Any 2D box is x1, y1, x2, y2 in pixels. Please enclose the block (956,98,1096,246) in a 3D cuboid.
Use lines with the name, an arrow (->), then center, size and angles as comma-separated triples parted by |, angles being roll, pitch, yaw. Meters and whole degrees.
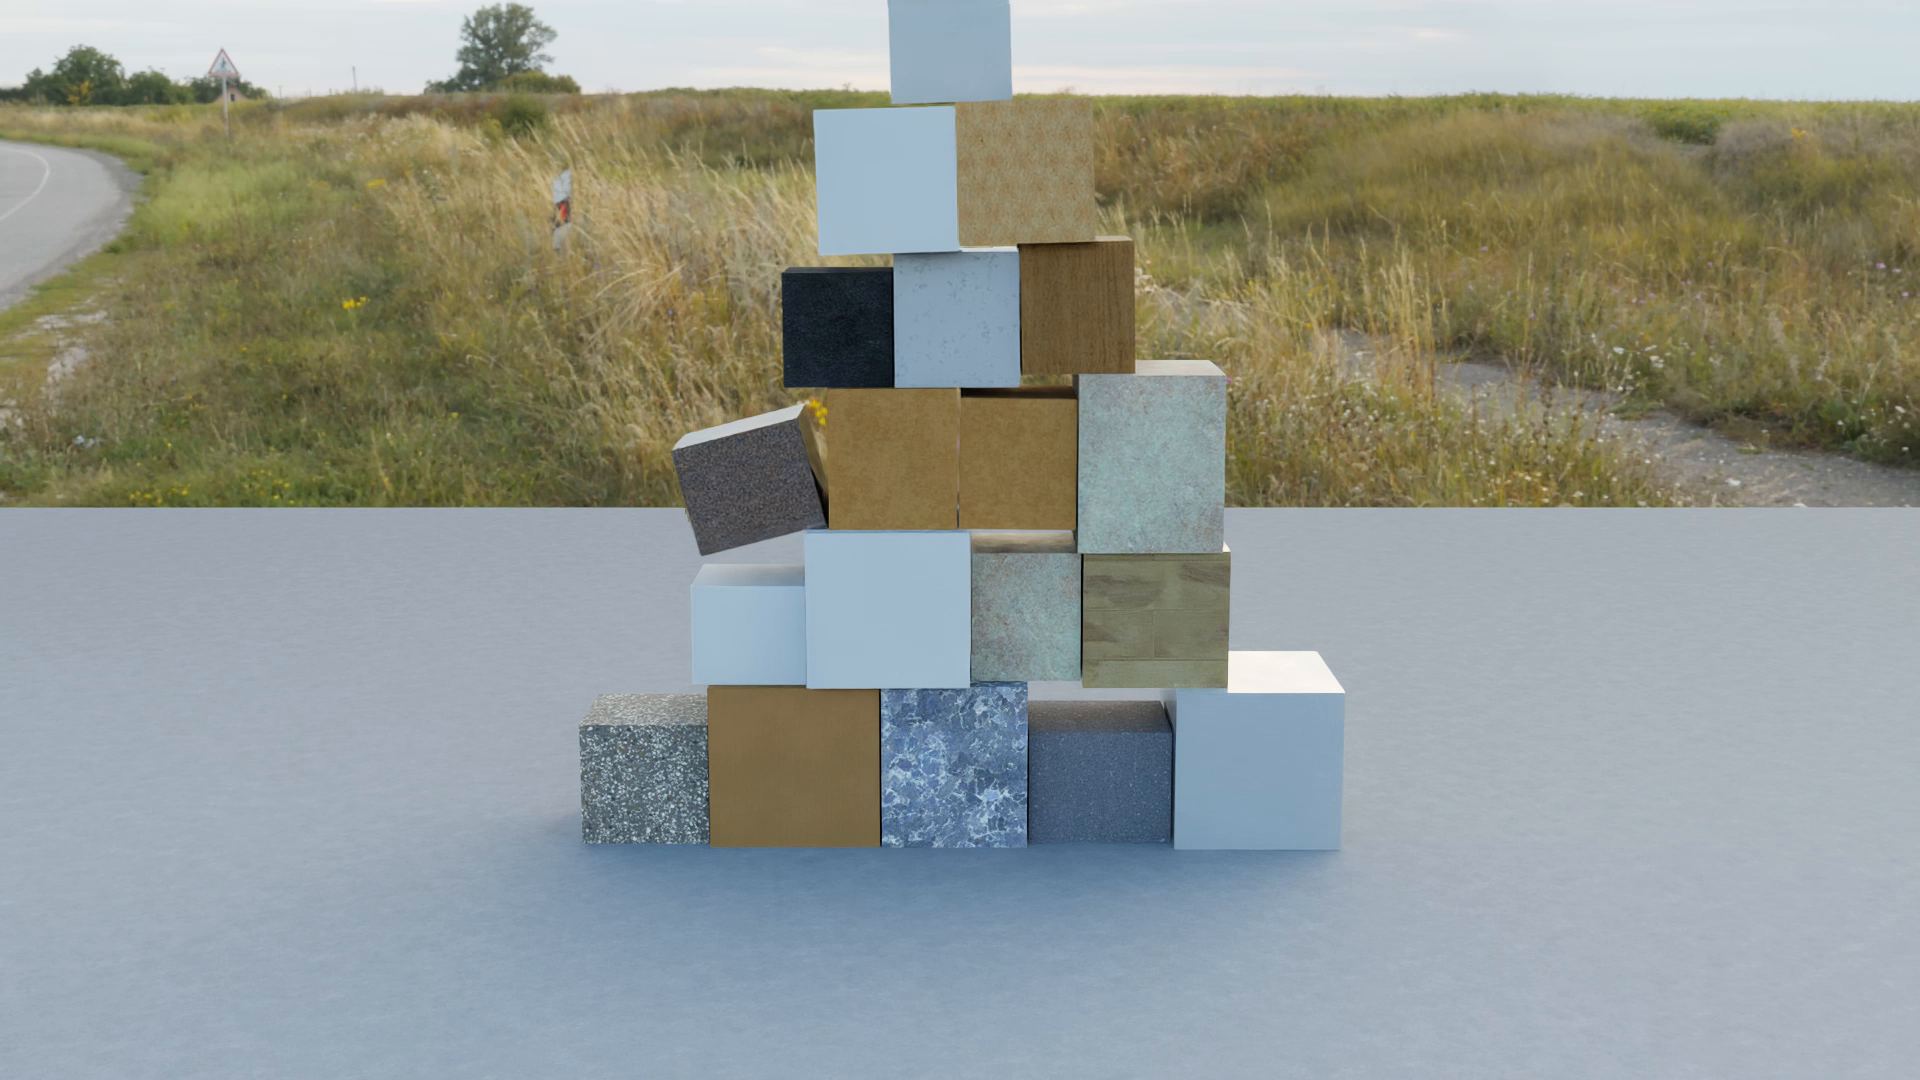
block -> 0.313, -1.821, 10.849 | 0.652, 0.676, 0.758 | -2, 10, 0

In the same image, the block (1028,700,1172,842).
block -> 0.706, 1.192, 11.406 | 0.718, 0.574, 0.647 | 0, 10, 0

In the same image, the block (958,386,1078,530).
block -> 0.287, -0.424, 11.090 | 0.575, 0.649, 0.597 | 1, 10, 0

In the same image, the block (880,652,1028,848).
block -> -0.028, 1.069, 11.364 | 0.729, 0.831, 0.772 | 0, 10, 0

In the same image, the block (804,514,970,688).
block -> -0.356, 0.277, 11.218 | 0.808, 0.779, 0.826 | 0, 10, 0

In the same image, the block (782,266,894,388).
block -> -0.599, -1.070, 10.995 | 0.535, 0.559, 0.518 | 0, 10, 0

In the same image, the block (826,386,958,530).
block -> -0.332, -0.452, 11.102 | 0.631, 0.697, 0.674 | 0, 10, 0

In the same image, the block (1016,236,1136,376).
block -> 0.572, -1.176, 10.950 | 0.553, 0.641, 0.557 | -1, 10, 0

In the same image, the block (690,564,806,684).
block -> -1.054, 0.424, 11.243 | 0.569, 0.502, 0.584 | 0, 10, 0

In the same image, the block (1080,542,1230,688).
block -> 0.974, 0.337, 11.251 | 0.726, 0.693, 0.684 | 0, 10, 0

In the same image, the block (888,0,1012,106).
block -> -0.048, -2.462, 10.718 | 0.577, 0.653, 0.636 | -2, 10, 0

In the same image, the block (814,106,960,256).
block -> -0.349, -1.780, 10.859 | 0.673, 0.684, 0.763 | -2, 10, 0

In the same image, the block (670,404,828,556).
block -> -1.039, -0.313, 11.114 | 0.642, 0.546, 0.610 | -14, 10, 3

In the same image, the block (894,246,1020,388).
block -> -0.015, -1.121, 10.982 | 0.612, 0.660, 0.549 | 0, 10, 0

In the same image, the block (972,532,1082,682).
block -> 0.331, 0.334, 11.260 | 0.543, 0.651, 0.587 | 0, 10, 0

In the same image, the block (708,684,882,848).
block -> -0.829, 1.073, 11.373 | 0.854, 0.821, 0.771 | 0, 10, 0

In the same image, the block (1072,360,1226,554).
block -> 0.936, -0.432, 11.095 | 0.713, 0.877, 0.738 | 0, 10, 0

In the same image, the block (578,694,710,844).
block -> -1.587, 1.174, 11.376 | 0.642, 0.619, 0.632 | 0, 10, 0

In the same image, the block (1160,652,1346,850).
block -> 1.491, 1.074, 11.396 | 0.834, 0.809, 0.892 | 0, 10, 0
